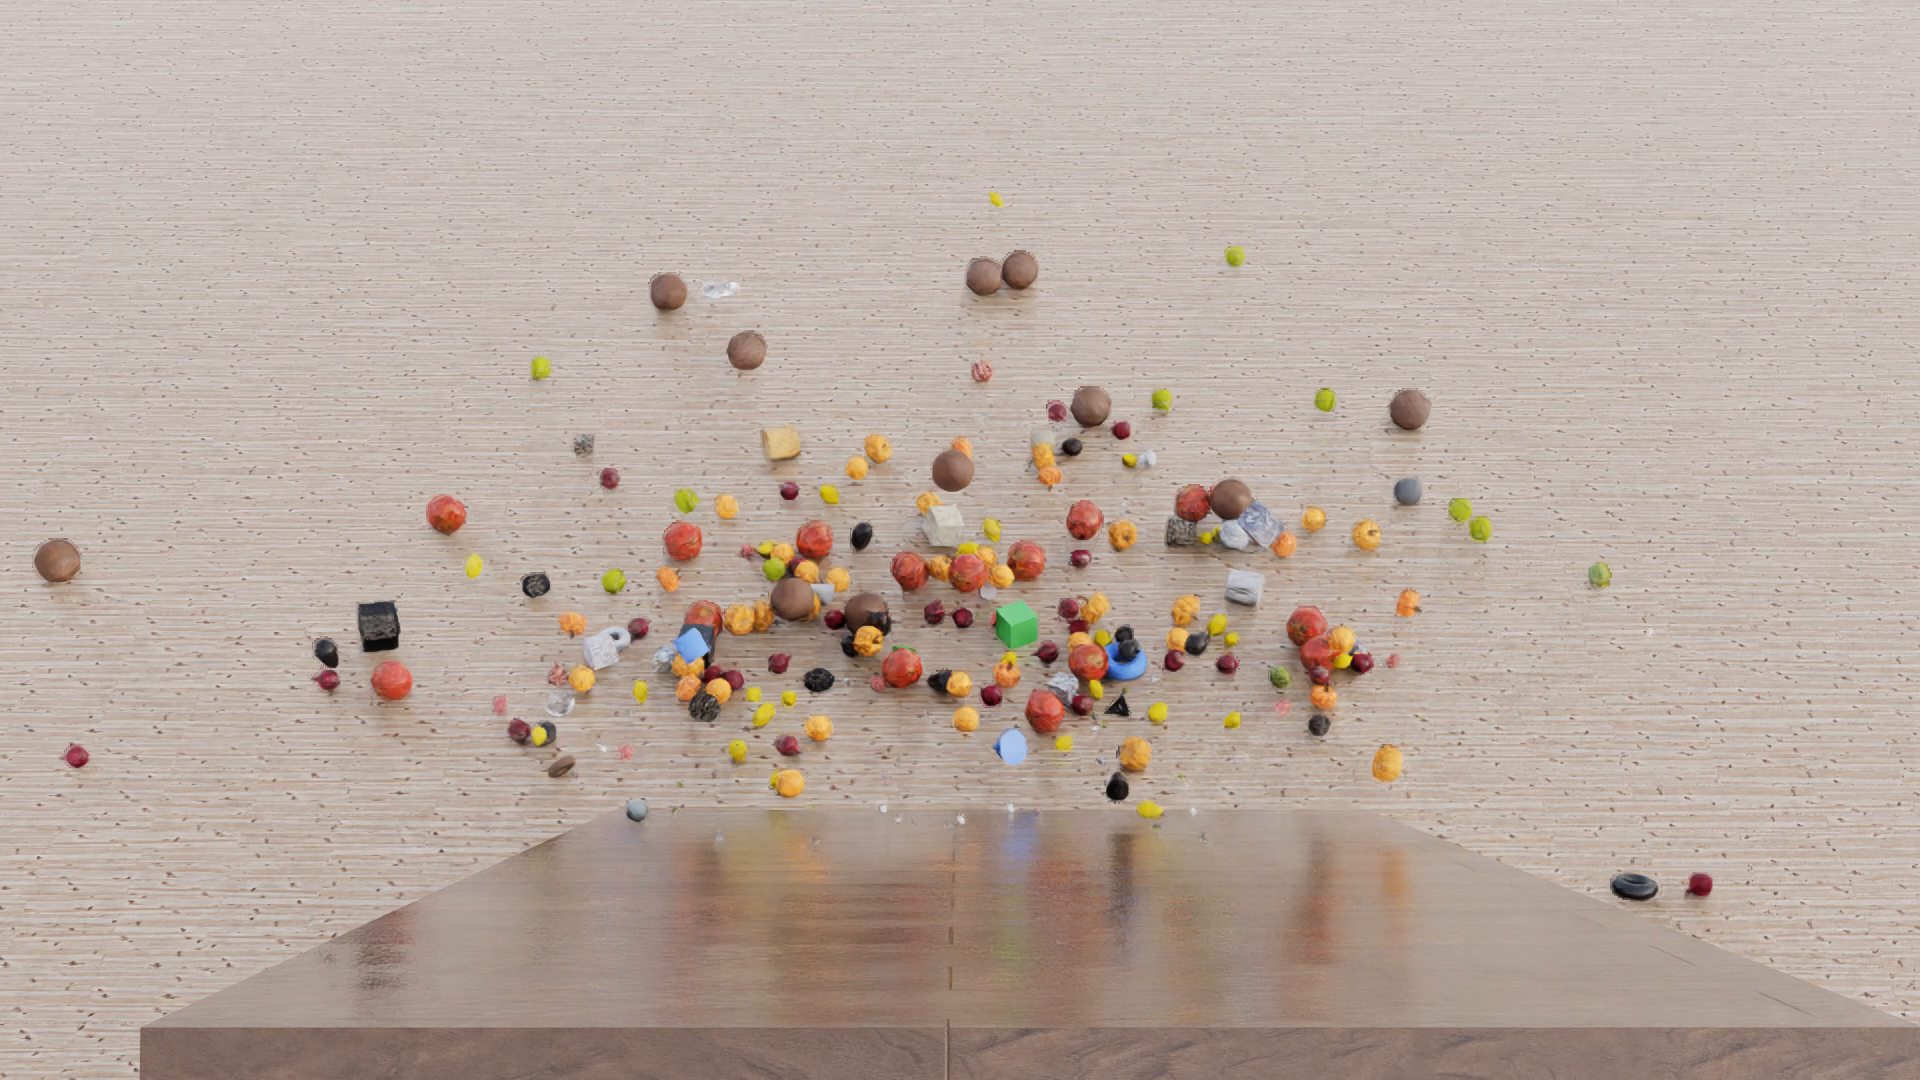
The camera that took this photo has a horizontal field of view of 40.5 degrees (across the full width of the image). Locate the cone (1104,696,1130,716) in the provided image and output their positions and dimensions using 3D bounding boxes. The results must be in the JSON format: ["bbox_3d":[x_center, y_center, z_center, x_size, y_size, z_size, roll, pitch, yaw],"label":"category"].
[{"bbox_3d":[0.436,0.476,7.323,0.065,0.065,0.065,-19,39,-4],"label":"cone"}]

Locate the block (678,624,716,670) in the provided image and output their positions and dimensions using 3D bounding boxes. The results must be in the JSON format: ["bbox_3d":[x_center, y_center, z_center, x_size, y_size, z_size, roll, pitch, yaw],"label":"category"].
[{"bbox_3d":[-0.762,0.308,7.515,0.091,0.091,0.091,3,36,4],"label":"block"}]

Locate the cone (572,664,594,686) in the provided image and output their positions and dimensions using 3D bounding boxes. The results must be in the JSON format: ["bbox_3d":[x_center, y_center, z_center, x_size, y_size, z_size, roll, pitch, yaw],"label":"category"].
[{"bbox_3d":[-1.085,0.375,7.449,0.064,0.064,0.064,0,37,0],"label":"cone"}]

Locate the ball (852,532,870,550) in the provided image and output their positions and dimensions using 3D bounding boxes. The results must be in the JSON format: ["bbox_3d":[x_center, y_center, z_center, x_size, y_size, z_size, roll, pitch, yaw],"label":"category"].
[{"bbox_3d":[-0.305,0.001,7.956,0.056,0.056,0.056,0,37,0],"label":"ball"}]

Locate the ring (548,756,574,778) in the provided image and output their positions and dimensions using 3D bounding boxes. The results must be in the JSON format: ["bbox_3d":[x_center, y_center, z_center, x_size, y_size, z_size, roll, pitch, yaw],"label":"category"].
[{"bbox_3d":[-1.090,0.620,7.111,0.080,0.080,0.027,-28,74,-32],"label":"ring"}]

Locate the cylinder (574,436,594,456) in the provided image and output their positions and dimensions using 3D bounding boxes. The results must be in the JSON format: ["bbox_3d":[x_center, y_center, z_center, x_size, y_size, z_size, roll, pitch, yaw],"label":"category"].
[{"bbox_3d":[-1.207,-0.303,8.360,0.059,0.059,0.059,-1,37,-1],"label":"cylinder"}]

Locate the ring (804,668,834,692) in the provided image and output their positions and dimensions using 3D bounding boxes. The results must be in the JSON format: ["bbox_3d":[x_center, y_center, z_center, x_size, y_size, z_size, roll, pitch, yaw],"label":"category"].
[{"bbox_3d":[-0.405,0.400,7.443,0.087,0.029,0.087,-1,37,1],"label":"ring"}]

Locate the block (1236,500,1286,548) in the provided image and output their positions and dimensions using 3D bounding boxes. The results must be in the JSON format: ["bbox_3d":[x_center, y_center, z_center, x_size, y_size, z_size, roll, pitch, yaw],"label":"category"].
[{"bbox_3d":[0.900,-0.046,7.780,0.089,0.089,0.089,-48,32,3],"label":"block"}]

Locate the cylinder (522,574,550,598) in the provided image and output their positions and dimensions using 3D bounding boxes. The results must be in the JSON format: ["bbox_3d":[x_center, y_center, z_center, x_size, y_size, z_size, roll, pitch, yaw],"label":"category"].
[{"bbox_3d":[-1.262,0.135,7.742,0.065,0.065,0.065,9,7,12],"label":"cylinder"}]

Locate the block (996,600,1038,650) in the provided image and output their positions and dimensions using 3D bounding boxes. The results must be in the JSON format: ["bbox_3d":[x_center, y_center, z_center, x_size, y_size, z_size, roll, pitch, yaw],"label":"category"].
[{"bbox_3d":[0.165,0.248,7.597,0.089,0.089,0.089,-19,41,-23],"label":"block"}]

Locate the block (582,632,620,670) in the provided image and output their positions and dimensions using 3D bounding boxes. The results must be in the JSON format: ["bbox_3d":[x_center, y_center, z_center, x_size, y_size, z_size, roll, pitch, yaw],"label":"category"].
[{"bbox_3d":[-1.037,0.319,7.496,0.074,0.074,0.074,-19,20,-24],"label":"block"}]

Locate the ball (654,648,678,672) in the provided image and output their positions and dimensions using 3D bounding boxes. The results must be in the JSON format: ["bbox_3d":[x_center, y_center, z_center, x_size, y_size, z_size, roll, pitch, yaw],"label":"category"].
[{"bbox_3d":[-0.848,0.346,7.483,0.068,0.068,0.068,0,37,0],"label":"ball"}]

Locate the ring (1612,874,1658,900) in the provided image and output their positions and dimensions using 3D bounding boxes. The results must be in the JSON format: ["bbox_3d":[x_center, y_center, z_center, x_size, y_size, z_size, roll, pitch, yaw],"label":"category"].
[{"bbox_3d":[1.751,0.898,6.746,0.117,0.039,0.117,3,16,-1],"label":"ring"}]

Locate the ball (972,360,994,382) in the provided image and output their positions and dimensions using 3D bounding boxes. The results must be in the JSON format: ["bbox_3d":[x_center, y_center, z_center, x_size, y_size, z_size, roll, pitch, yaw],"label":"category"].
[{"bbox_3d":[0.075,-0.564,8.698,0.075,0.075,0.075,0,37,0],"label":"ball"}]

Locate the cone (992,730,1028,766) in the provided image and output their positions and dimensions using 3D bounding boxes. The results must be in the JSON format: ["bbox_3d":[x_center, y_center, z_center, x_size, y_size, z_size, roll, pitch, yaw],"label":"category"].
[{"bbox_3d":[0.118,0.570,7.139,0.096,0.096,0.096,-30,15,-34],"label":"cone"}]

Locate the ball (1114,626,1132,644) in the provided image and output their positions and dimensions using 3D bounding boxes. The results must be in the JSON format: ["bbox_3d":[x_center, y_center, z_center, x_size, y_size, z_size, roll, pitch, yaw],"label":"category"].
[{"bbox_3d":[0.473,0.275,7.519,0.052,0.052,0.052,0,37,0],"label":"ball"}]

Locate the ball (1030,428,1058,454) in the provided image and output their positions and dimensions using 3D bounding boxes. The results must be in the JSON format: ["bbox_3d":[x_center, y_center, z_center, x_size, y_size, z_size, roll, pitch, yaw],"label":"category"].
[{"bbox_3d":[0.269,-0.316,8.357,0.086,0.086,0.086,0,37,0],"label":"ball"}]

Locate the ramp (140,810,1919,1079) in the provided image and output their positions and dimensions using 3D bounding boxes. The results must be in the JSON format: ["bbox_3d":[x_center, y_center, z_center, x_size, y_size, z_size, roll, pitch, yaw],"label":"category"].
[{"bbox_3d":[0.081,0.682,4.913,2.000,0.100,4.000,0,-2,0],"label":"ramp"}]

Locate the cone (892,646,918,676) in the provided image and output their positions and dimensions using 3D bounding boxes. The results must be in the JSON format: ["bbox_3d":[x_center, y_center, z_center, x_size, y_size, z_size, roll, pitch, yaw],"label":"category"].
[{"bbox_3d":[-0.168,0.355,7.499,0.077,0.077,0.077,8,64,11],"label":"cone"}]

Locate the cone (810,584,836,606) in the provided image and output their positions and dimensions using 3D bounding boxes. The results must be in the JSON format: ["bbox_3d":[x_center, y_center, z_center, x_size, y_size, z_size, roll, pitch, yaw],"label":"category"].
[{"bbox_3d":[-0.423,0.148,7.718,0.074,0.074,0.074,-26,48,33],"label":"cone"}]

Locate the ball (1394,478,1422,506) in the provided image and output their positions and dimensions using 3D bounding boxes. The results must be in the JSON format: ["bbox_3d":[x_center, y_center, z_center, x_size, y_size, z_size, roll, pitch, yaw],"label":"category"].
[{"bbox_3d":[1.403,-0.153,8.137,0.087,0.087,0.087,0,37,0],"label":"ball"}]

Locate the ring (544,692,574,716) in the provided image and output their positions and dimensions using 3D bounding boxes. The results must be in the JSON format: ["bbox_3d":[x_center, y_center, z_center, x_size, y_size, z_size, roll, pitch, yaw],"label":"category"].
[{"bbox_3d":[-1.134,0.463,7.359,0.088,0.029,0.088,-3,37,2],"label":"ring"}]

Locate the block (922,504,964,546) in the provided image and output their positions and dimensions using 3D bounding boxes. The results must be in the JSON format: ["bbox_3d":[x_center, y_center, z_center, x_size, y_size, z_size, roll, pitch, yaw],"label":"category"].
[{"bbox_3d":[-0.050,-0.044,7.955,0.088,0.088,0.088,-2,47,-23],"label":"block"}]

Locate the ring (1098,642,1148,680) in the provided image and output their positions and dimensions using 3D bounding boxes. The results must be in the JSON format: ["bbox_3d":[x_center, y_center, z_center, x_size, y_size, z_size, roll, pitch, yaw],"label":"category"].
[{"bbox_3d":[0.469,0.349,7.496,0.146,0.049,0.146,1,36,0],"label":"ring"}]

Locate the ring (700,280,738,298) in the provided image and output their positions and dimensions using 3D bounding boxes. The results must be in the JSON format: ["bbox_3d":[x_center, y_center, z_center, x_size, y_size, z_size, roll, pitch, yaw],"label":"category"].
[{"bbox_3d":[-0.844,-0.879,9.120,0.132,0.044,0.132,-7,13,2],"label":"ring"}]

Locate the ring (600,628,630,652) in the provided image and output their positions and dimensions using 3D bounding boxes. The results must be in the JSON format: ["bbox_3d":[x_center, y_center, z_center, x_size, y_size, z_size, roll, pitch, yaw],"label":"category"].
[{"bbox_3d":[-1.009,0.290,7.589,0.097,0.032,0.097,-1,37,1],"label":"ring"}]

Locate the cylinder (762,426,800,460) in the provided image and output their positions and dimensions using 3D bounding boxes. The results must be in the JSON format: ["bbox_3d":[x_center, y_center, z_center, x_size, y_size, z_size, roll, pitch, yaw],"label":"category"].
[{"bbox_3d":[-0.573,-0.310,8.336,0.098,0.098,0.098,-11,38,-16],"label":"cylinder"}]

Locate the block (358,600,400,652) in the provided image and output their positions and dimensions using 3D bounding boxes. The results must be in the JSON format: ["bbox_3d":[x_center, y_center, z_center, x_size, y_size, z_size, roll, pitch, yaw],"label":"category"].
[{"bbox_3d":[-1.686,0.251,7.544,0.099,0.099,0.099,-7,49,-21],"label":"block"}]

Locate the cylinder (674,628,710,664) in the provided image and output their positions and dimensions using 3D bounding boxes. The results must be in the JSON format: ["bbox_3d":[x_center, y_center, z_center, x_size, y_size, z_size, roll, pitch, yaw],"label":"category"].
[{"bbox_3d":[-0.757,0.299,7.331,0.077,0.077,0.077,-32,2,2],"label":"cylinder"}]

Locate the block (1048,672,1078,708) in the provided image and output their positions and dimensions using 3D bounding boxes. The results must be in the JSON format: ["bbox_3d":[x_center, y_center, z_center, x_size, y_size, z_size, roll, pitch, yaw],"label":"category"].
[{"bbox_3d":[0.293,0.425,7.381,0.064,0.064,0.064,20,41,24],"label":"block"}]

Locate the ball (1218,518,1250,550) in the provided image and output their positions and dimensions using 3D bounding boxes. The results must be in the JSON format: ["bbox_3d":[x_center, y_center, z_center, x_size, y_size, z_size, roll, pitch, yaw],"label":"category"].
[{"bbox_3d":[0.838,-0.016,7.946,0.097,0.097,0.097,0,37,0],"label":"ball"}]

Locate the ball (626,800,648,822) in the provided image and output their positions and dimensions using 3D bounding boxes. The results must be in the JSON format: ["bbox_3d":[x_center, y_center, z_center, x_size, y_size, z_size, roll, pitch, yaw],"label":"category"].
[{"bbox_3d":[-0.800,0.670,6.447,0.054,0.054,0.054,0,37,0],"label":"ball"}]

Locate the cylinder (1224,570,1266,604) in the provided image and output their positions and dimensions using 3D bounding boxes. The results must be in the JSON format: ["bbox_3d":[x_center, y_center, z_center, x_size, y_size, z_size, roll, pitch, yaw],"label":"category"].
[{"bbox_3d":[0.847,0.140,7.734,0.096,0.096,0.096,6,36,23],"label":"cylinder"}]

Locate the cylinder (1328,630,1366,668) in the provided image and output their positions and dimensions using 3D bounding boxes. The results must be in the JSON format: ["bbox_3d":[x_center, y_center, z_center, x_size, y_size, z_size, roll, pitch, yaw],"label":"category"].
[{"bbox_3d":[1.117,0.314,7.518,0.079,0.079,0.079,-18,40,-23],"label":"cylinder"}]

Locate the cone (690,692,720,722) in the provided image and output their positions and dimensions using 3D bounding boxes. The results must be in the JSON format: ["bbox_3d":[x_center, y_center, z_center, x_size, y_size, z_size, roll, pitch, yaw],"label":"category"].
[{"bbox_3d":[-0.723,0.464,7.350,0.086,0.086,0.086,-5,10,-7],"label":"cone"}]

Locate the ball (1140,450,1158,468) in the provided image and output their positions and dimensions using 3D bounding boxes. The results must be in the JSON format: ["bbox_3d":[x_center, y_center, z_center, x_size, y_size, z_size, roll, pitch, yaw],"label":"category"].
[{"bbox_3d":[0.601,-0.258,8.304,0.056,0.056,0.056,0,37,0],"label":"ball"}]

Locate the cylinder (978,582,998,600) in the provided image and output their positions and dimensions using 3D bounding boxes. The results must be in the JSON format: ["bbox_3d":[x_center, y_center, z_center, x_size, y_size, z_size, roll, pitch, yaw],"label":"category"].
[{"bbox_3d":[0.082,0.151,7.741,0.053,0.053,0.053,-3,-1,-5],"label":"cylinder"}]

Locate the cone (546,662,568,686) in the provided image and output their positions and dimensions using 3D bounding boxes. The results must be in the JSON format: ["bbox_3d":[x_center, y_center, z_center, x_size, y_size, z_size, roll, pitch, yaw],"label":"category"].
[{"bbox_3d":[-1.156,0.372,7.453,0.063,0.063,0.063,0,37,0],"label":"cone"}]
